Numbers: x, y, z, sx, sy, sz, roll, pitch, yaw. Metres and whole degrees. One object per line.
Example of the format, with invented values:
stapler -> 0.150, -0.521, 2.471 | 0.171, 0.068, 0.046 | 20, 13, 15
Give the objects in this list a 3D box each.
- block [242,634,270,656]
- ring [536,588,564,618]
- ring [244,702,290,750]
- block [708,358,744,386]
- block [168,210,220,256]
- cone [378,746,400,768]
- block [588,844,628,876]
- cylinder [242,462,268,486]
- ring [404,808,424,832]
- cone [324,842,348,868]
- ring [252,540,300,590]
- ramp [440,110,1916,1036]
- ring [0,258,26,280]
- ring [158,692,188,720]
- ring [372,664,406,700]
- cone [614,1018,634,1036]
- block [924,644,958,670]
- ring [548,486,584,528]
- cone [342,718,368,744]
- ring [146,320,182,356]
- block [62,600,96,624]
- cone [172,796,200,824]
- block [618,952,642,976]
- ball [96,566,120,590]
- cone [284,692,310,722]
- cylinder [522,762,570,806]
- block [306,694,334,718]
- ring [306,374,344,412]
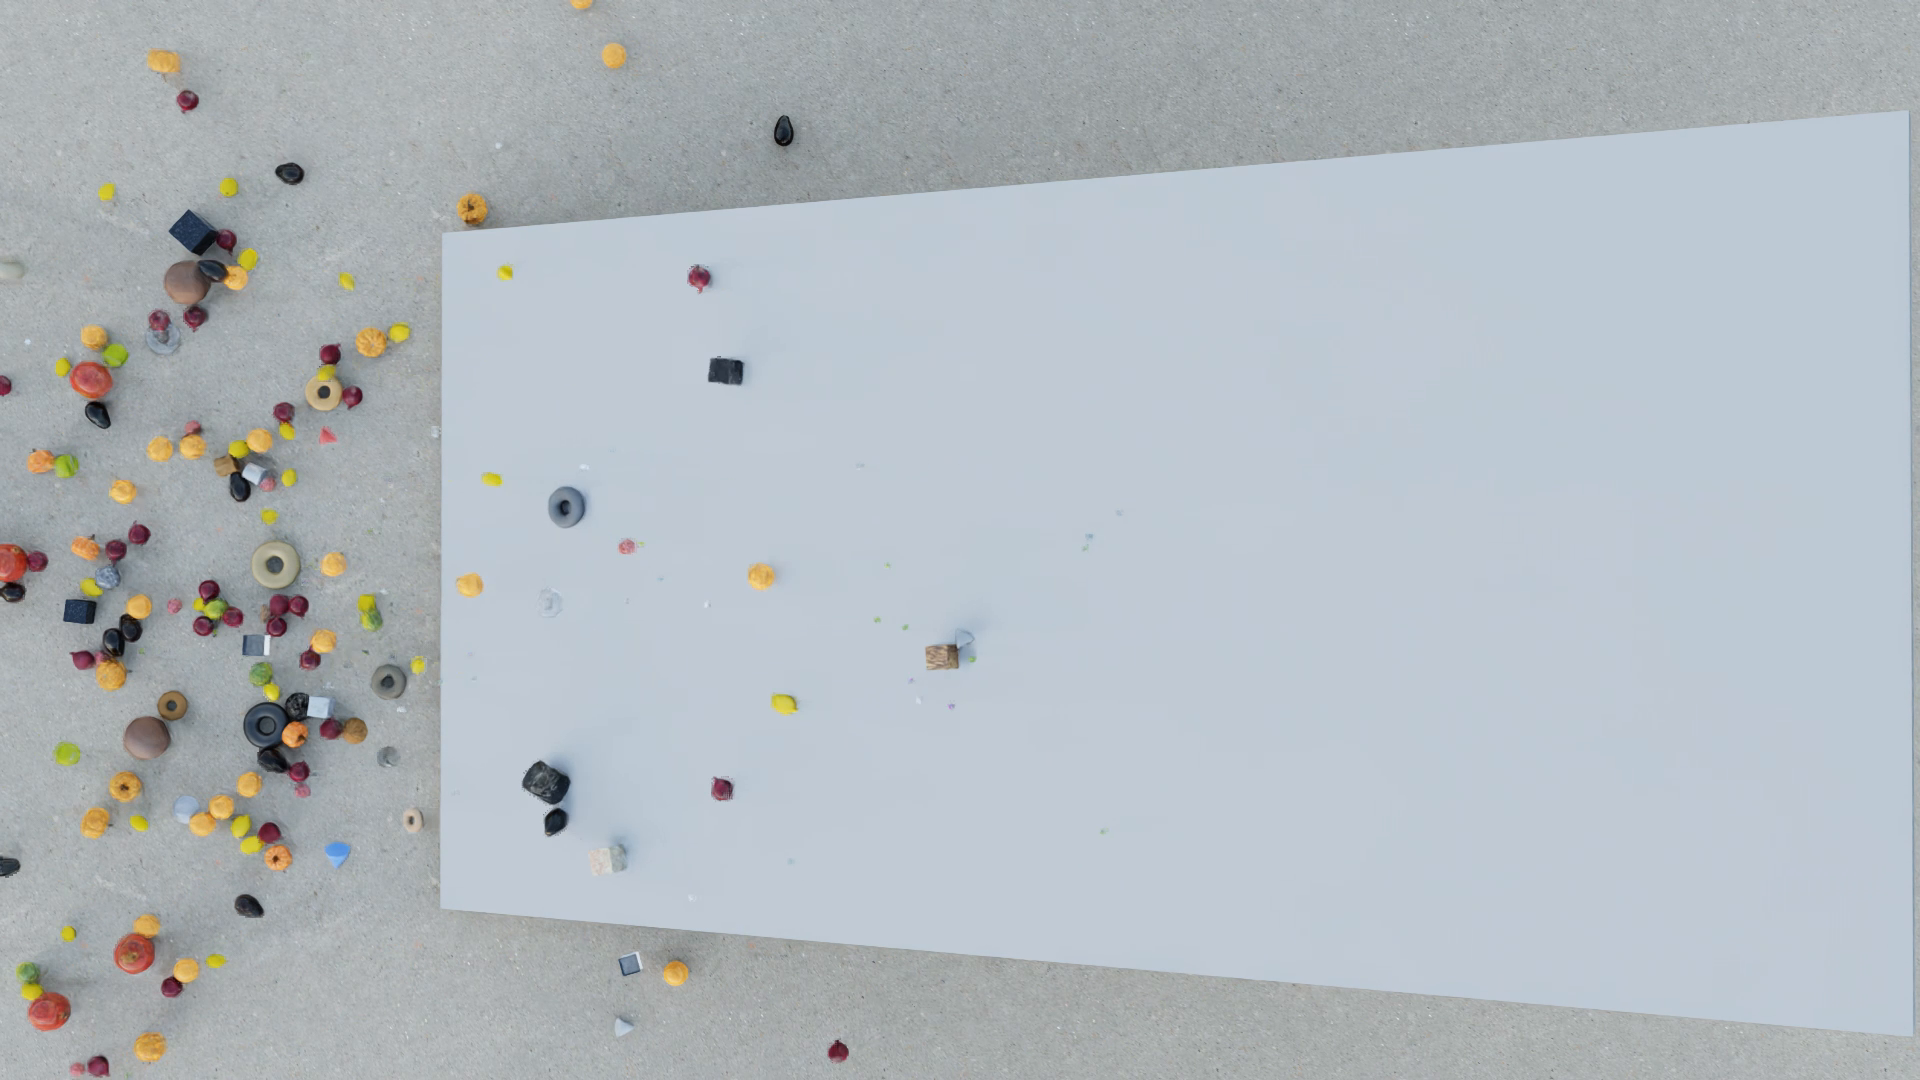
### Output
block -> -2.103, 0.314, 6.570 | 0.061, 0.061, 0.061 | 2, 89, 0
ring -> -1.179, 0.182, 6.320 | 0.088, 0.029, 0.088 | 0, 91, 26
ring -> -2.072, 0.555, 6.574 | 0.141, 0.047, 0.141 | 0, 90, -1
block -> -0.643, -0.463, 6.042 | 0.066, 0.066, 0.066 | 9, 93, 26
block -> -2.286, -0.918, 6.568 | 0.091, 0.091, 0.091 | 42, 90, 0
cone -> -1.702, 0.658, 6.544 | 0.067, 0.067, 0.067 | -3, 106, -10
block -> -0.993, 0.904, 6.196 | 0.071, 0.071, 0.071 | -14, 83, 25
cylinder -> -2.110, -0.199, 6.580 | 0.052, 0.052, 0.052 | 27, 89, 0
ring -> -1.629, 0.835, 6.560 | 0.077, 0.026, 0.077 | 0, 89, 35
cone -> -1.866, 0.956, 6.577 | 0.072, 0.072, 0.072 | 12, 116, 0
ring -> -2.047, 0.074, 6.578 | 0.148, 0.049, 0.148 | 0, 90, 1
ramp -> 0.280, 0.080, 5.675 | 4.000, 0.100, 2.000 | 0, 89, 26
ring -> -2.851, -0.810, 6.546 | 0.136, 0.136, 0.045 | 13, 102, 0
ring -> -2.357, 0.497, 6.583 | 0.089, 0.030, 0.089 | 0, 89, 1
ring -> -1.710, 0.426, 6.580 | 0.106, 0.035, 0.106 | 0, 88, 2
cone -> -0.997, 1.458, 6.575 | 0.054, 0.054, 0.054 | 6, 89, -27
block -> -0.047, 0.306, 5.742 | 0.064, 0.064, 0.064 | -5, 87, 26
ring -> -1.127, -0.095, 6.291 | 0.120, 0.040, 0.120 | 0, 91, 26
cone -> -1.816, 0.572, 6.557 | 0.079, 0.079, 0.079 | 0, 89, 0
ring -> -2.388, -0.607, 6.592 | 0.109, 0.036, 0.109 | 0, 91, 0
block -> -2.629, 0.214, 6.568 | 0.066, 0.066, 0.066 | 7, 89, 0
cone -> -2.320, 0.809, 6.552 | 0.084, 0.084, 0.084 | 0, 89, 0
block -> -0.983, 1.265, 6.563 | 0.053, 0.053, 0.053 | -16, 89, 0
ball -> -2.544, 0.114, 6.567 | 0.068, 0.068, 0.068 | 0, 89, 0
cone -> -1.983, 0.500, 6.555 | 0.086, 0.086, 0.086 | 0, 89, 0
cylinder -> -1.181, 0.694, 6.279 | 0.093, 0.093, 0.093 | 27, 89, 24
block -> -1.909, 0.498, 6.568 | 0.059, 0.059, 0.059 | 8, 89, 0
ring -> -1.905, -0.443, 6.590 | 0.114, 0.038, 0.114 | 0, 91, 0
